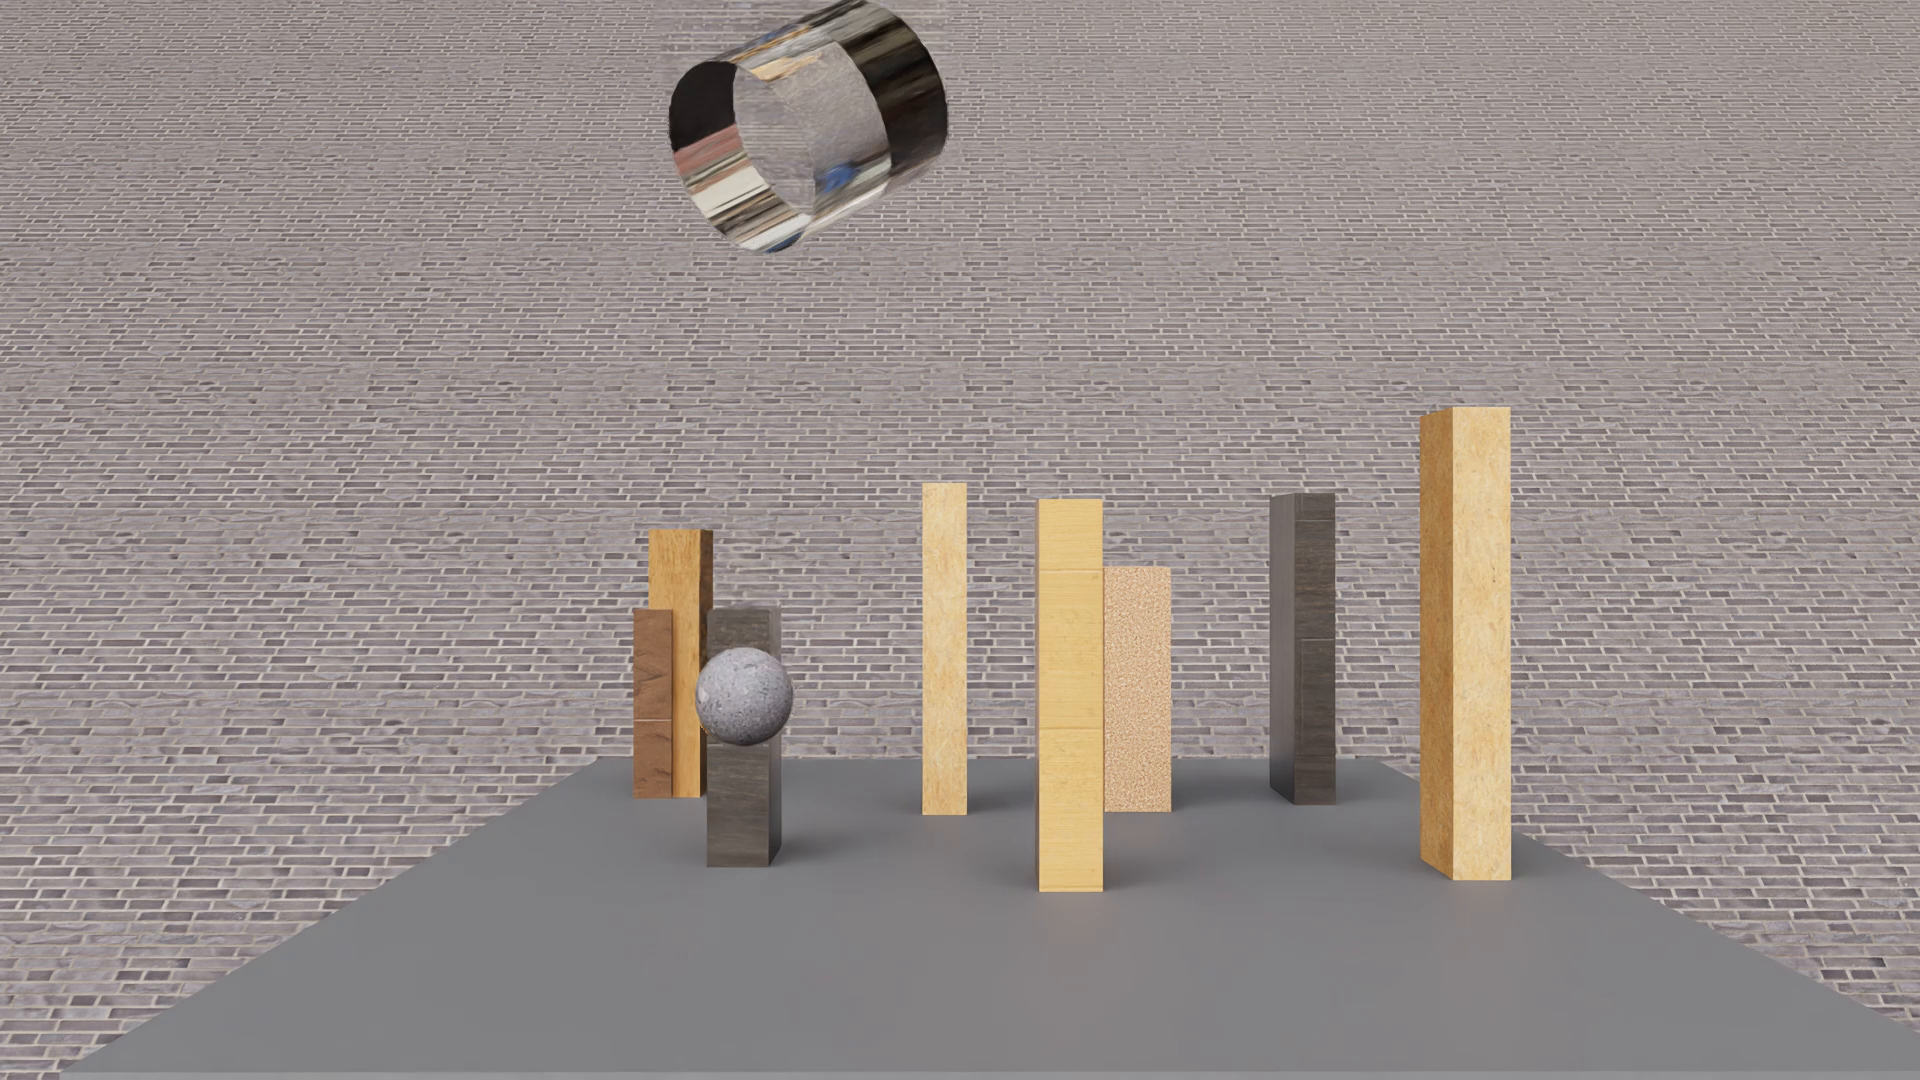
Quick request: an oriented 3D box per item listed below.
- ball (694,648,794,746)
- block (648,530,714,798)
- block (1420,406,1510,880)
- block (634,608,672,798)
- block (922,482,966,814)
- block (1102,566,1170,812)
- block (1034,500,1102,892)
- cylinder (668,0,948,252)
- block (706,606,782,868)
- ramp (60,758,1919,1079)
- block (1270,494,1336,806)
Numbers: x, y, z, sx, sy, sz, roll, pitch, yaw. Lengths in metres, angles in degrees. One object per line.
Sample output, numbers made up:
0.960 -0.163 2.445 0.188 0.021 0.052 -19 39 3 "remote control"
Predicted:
-0.254 0.184 3.041 0.116 0.116 0.116 0 31 0 "ball"
-0.623 0.270 5.799 0.112 0.584 0.310 0 0 0 "block"
0.851 0.169 4.374 0.094 0.772 0.304 0 0 0 "block"
-0.667 0.356 5.753 0.082 0.410 0.279 0 0 0 "block"
-0.031 0.222 5.429 0.090 0.676 0.324 0 0 0 "block"
0.366 0.309 5.552 0.136 0.502 0.439 0 0 0 "block"
0.175 0.246 4.206 0.100 0.619 0.243 0 0 0 "block"
-0.161 -0.441 2.751 0.210 0.210 0.210 23 41 34 "cylinder"
-0.377 0.339 4.555 0.105 0.436 0.316 0 0 0 "block"
0.068 0.607 4.674 2.000 0.100 4.000 0 0 0 "ramp"
0.748 0.231 5.676 0.087 0.659 0.435 0 0 0 "block"
